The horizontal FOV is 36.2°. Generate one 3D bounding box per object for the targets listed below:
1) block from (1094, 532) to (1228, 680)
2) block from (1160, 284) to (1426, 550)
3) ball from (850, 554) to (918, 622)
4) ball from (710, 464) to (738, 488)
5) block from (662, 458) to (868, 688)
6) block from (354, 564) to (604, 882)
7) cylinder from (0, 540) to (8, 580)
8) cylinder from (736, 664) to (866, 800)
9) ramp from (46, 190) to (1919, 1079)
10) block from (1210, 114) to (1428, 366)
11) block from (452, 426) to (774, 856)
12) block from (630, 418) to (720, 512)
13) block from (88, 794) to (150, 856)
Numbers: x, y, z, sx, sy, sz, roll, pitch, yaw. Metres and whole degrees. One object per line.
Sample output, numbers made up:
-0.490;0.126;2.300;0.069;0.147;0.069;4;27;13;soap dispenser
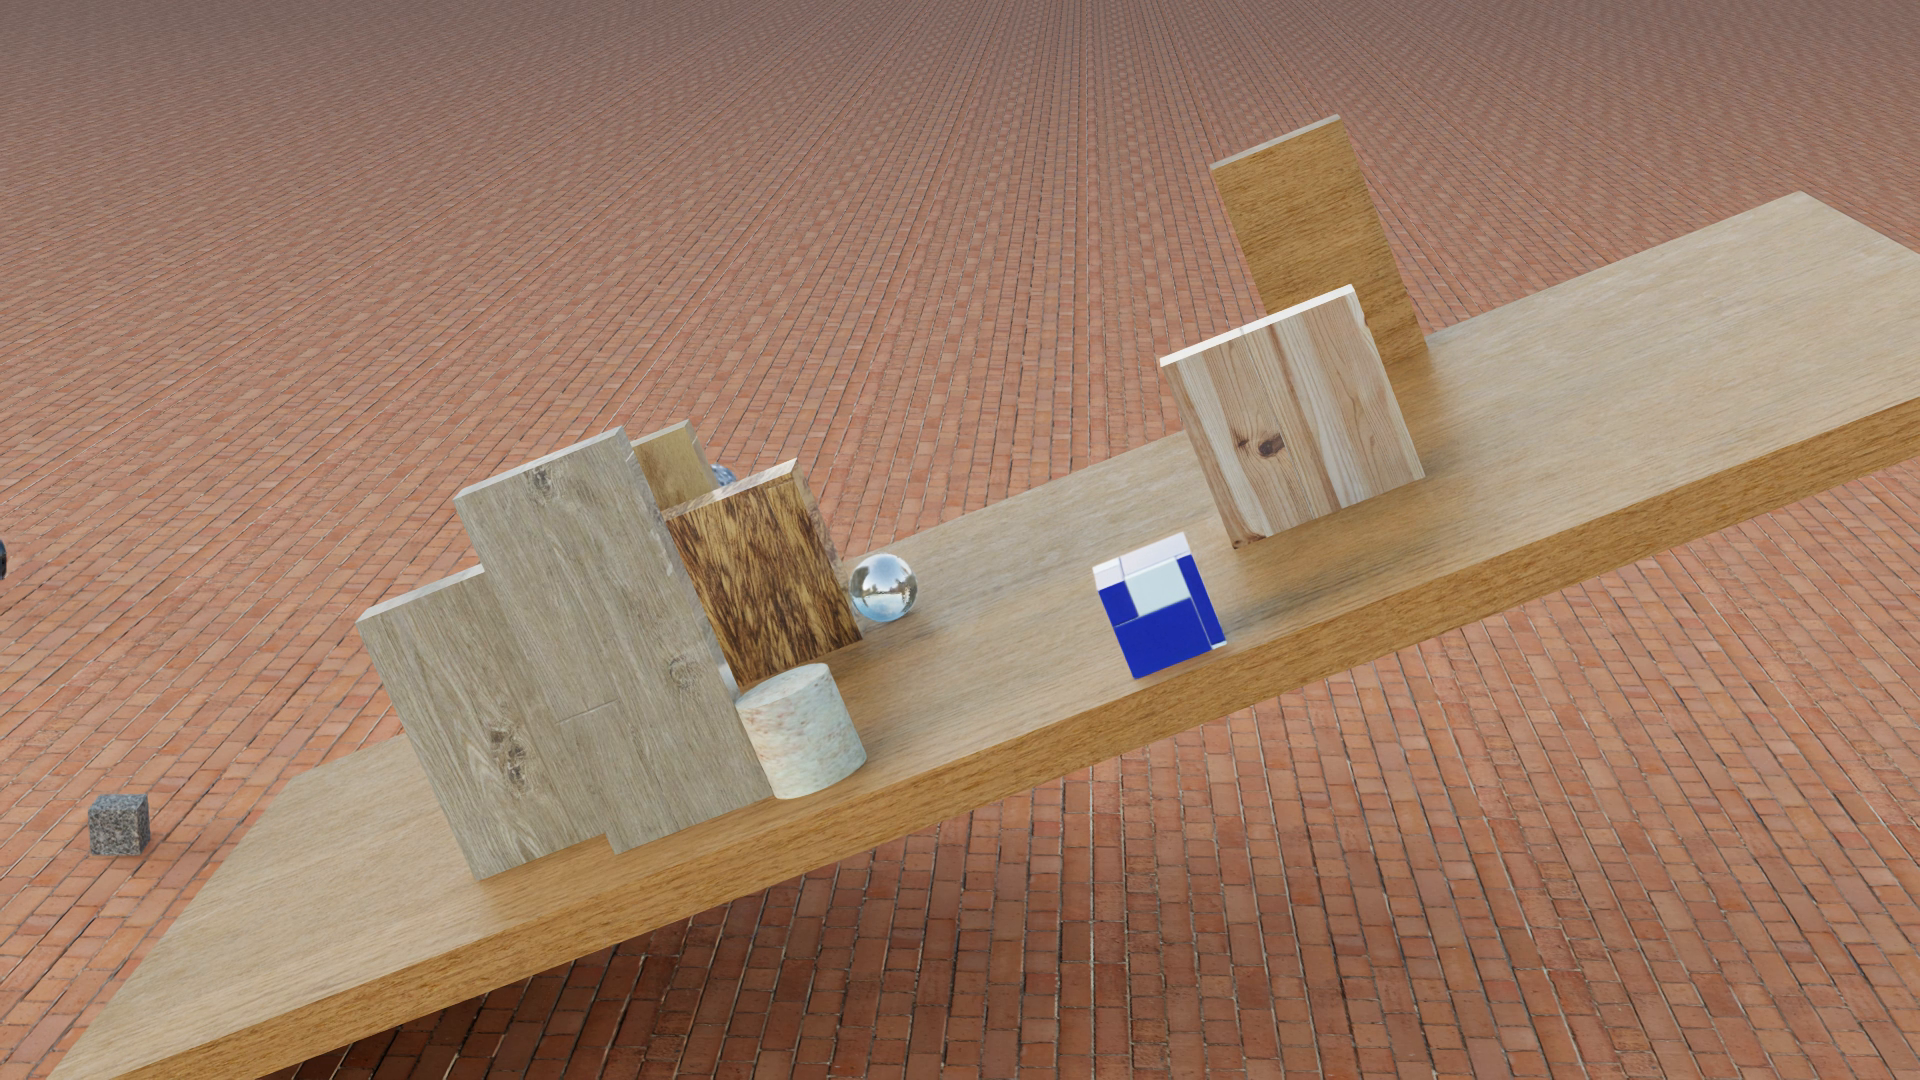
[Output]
0.366;0.120;5.410;0.181;0.181;0.181;-22;12;5;block
0.667;-0.246;5.909;0.409;0.404;0.089;-21;12;7;block
-0.169;0.106;6.512;0.151;0.151;0.151;0;14;0;ball
-0.890;-0.169;10.550;0.209;0.209;0.209;0;14;0;ball
-0.460;0.085;6.516;0.373;0.406;0.144;-21;12;7;block
-0.936;0.356;5.810;0.282;0.573;0.108;-21;12;7;block
-3.257;0.067;9.674;0.172;0.172;0.172;13;18;41;cylinder
-0.300;0.360;5.556;0.190;0.190;0.190;-22;12;5;cylinder
0.125;0.173;6.289;4.000;0.100;2.000;-21;12;7;ramp
0.850;-0.671;6.973;0.323;0.587;0.110;-21;12;7;block
-0.646;0.193;5.564;0.332;0.750;0.093;-21;12;7;block
-0.669;0.038;6.764;0.327;0.546;0.091;-21;12;7;block
-2.071;0.702;7.246;0.118;0.118;0.118;-1;14;-2;block
